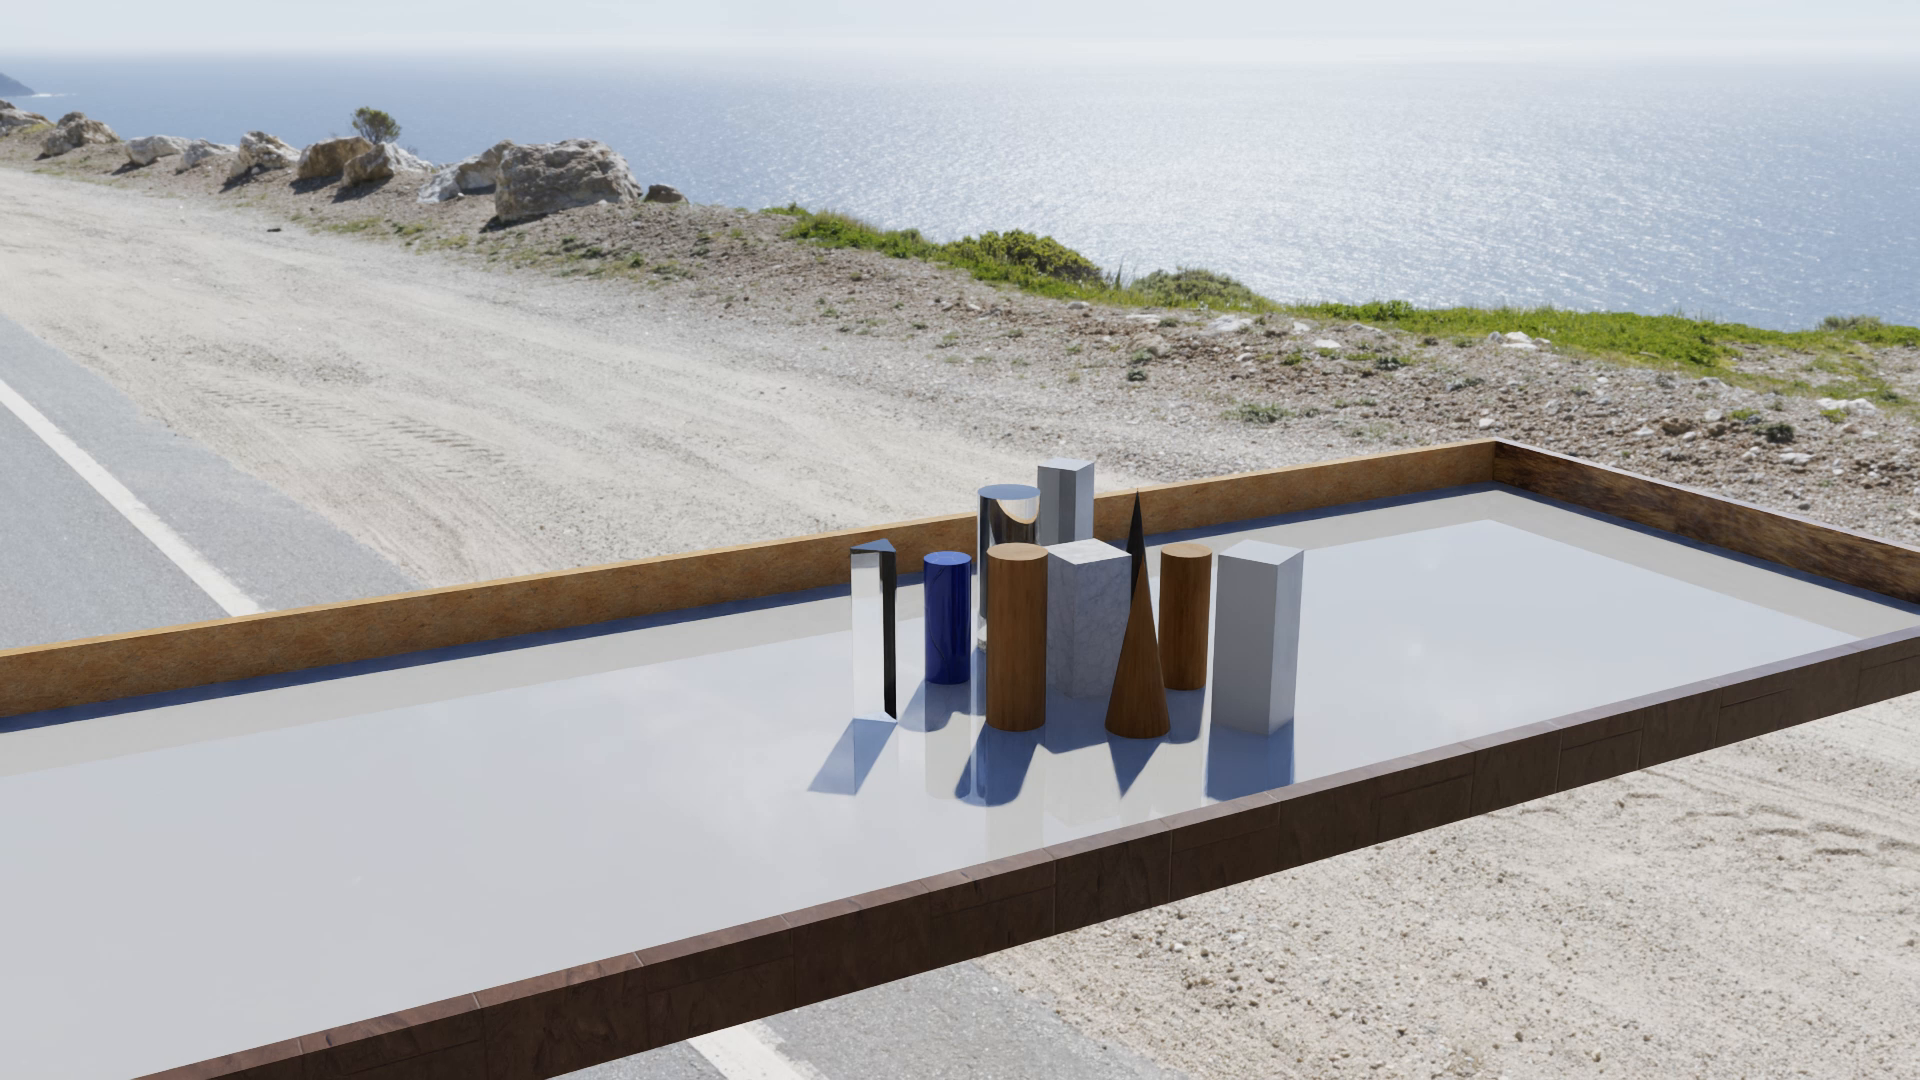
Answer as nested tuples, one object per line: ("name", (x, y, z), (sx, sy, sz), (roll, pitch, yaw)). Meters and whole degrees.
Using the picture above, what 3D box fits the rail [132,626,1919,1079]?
("rail", (-2.336, 1.006, 1.665), (12.000, 0.150, 0.050), (-9, 18, -27))

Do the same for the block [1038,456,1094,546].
("block", (0.291, 0.000, 4.581), (0.117, 0.436, 0.117), (9, 19, 28))

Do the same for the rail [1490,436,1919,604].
("rail", (2.466, -0.048, 5.253), (0.050, 0.150, 2.100), (-9, 18, -27))

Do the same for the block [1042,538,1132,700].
("block", (0.306, 0.193, 4.087), (0.164, 0.345, 0.164), (-9, 19, -28))

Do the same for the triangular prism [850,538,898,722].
("triangular prism", (-0.188, 0.211, 3.890), (0.110, 0.421, 0.095), (4, 17, 14))

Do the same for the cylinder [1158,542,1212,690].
("cylinder", (0.556, 0.190, 4.097), (0.125, 0.345, 0.125), (0, 16, 0))

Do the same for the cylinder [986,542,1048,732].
("cylinder", (0.132, 0.226, 3.846), (0.140, 0.417, 0.140), (0, 16, 0))

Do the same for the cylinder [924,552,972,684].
("cylinder", (-0.031, 0.195, 4.134), (0.118, 0.314, 0.118), (0, 16, 0))

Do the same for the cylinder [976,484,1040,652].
("cylinder", (0.127, 0.078, 4.338), (0.165, 0.424, 0.165), (0, 16, 0))

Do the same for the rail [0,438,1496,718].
("rail", (-3.305, 0.497, 3.399), (12.000, 0.150, 0.050), (-9, 18, -27))

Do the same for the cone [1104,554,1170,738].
("cone", (0.417, 0.234, 3.812), (0.155, 0.422, 0.155), (0, 16, 0))

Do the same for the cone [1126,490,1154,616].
("cone", (0.462, 0.070, 4.345), (0.129, 0.434, 0.129), (0, 16, 0))

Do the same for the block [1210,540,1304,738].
("block", (0.692, 0.227, 3.845), (0.147, 0.416, 0.147), (11, 20, 33))
